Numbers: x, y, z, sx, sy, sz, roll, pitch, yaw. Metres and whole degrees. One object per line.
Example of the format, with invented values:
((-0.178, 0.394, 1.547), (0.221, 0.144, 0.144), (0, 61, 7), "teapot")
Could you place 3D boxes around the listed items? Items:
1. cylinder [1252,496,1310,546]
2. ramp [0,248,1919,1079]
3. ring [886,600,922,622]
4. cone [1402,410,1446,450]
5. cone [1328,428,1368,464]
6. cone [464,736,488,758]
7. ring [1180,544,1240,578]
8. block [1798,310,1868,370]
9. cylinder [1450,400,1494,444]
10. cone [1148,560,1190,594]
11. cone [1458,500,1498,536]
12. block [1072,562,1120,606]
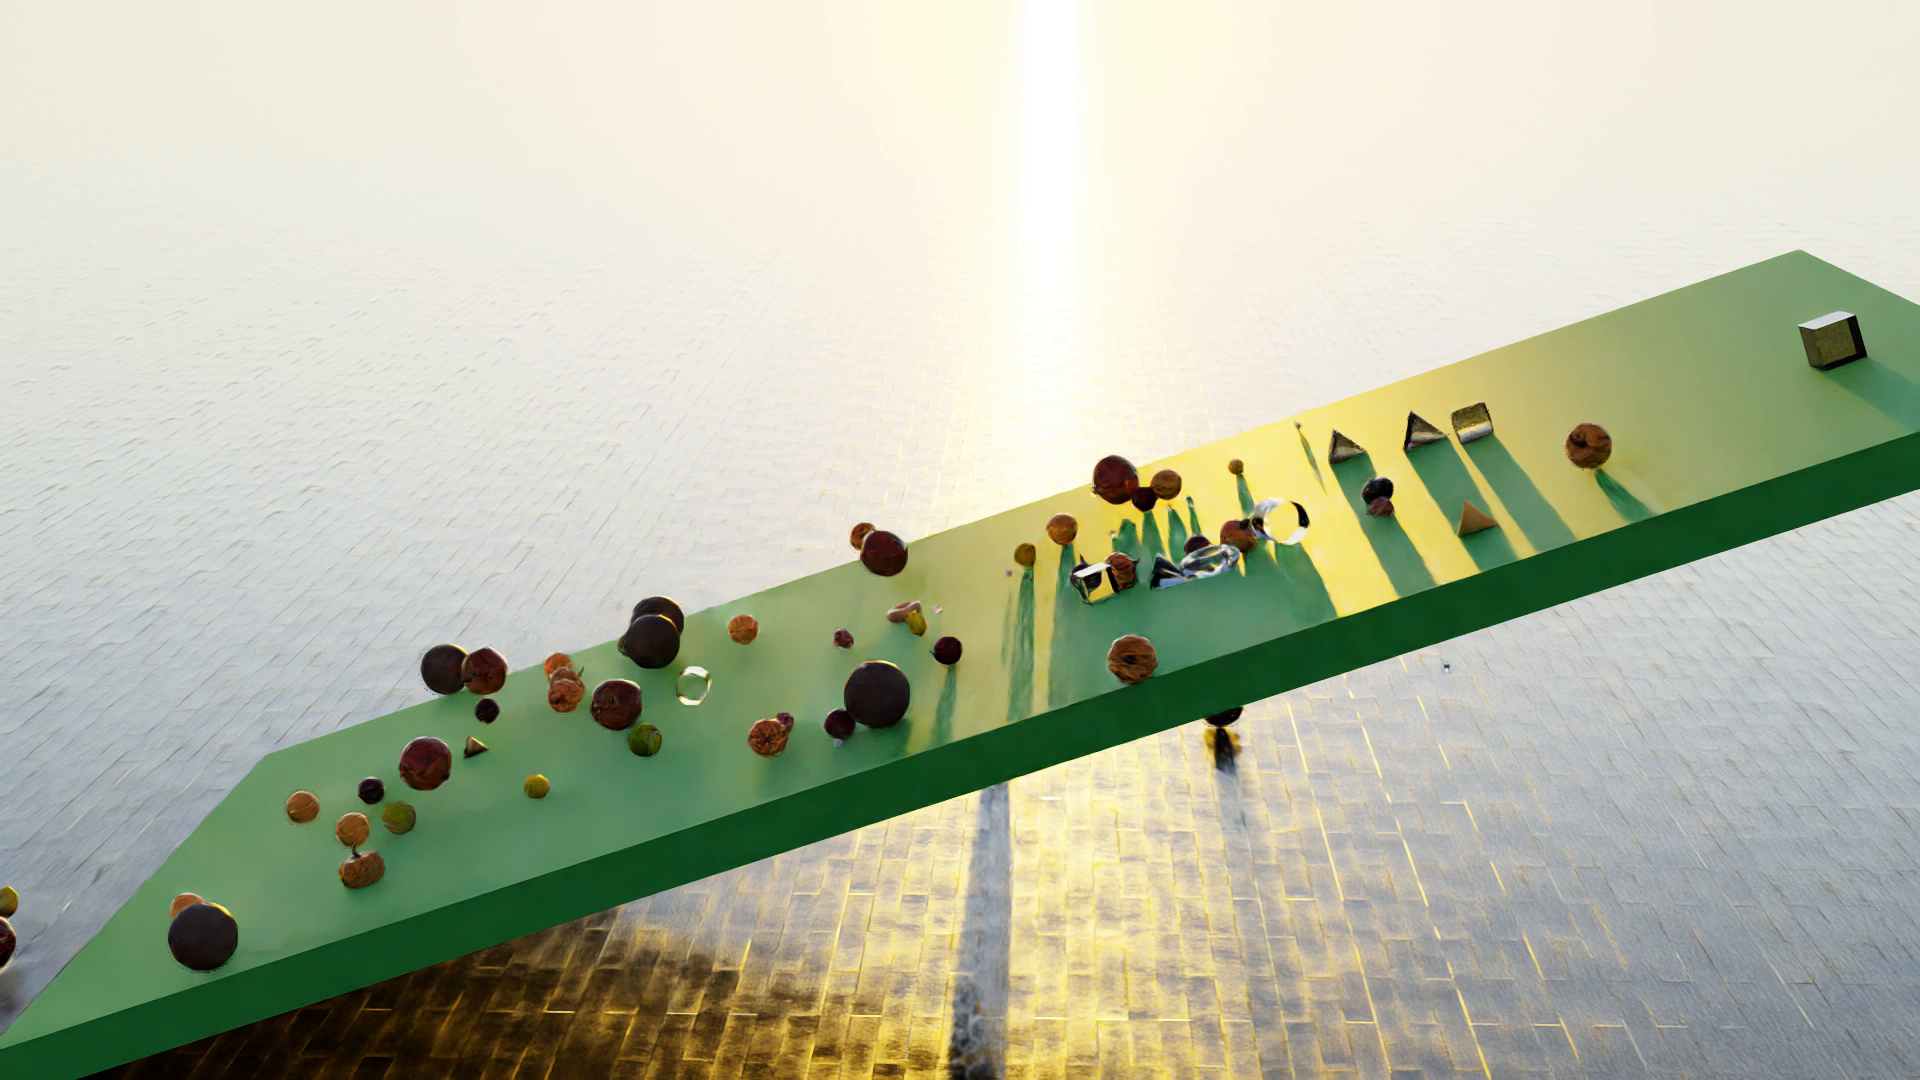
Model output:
((0.647, -0.039, 5.947), (0.088, 0.088, 0.088), (-4, 13, -19), "cylinder")
((0.108, 0.180, 6.304), (4.000, 0.100, 2.000), (-18, 11, 6), "ramp")
((-0.122, 0.158, 6.469), (0.084, 0.028, 0.084), (-20, 12, 4), "ring")
((1.015, -0.232, 6.388), (0.093, 0.093, 0.093), (9, 13, 7), "cone")
((0.863, -0.202, 6.515), (0.082, 0.082, 0.082), (8, 12, 1), "cone")
((-1.083, 0.468, 6.615), (0.052, 0.052, 0.052), (8, 12, 0), "cone")
((0.504, 0.042, 5.921), (0.125, 0.042, 0.125), (-17, 11, 4), "ring")
((1.730, -0.395, 5.831), (0.087, 0.087, 0.087), (-20, 11, -2), "block")
((1.090, -0.251, 6.266), (0.073, 0.073, 0.073), (-19, 12, 4), "cylinder")
((0.430, 0.074, 5.911), (0.078, 0.078, 0.078), (-10, 6, 28), "cone")
((0.975, -0.035, 5.511), (0.072, 0.072, 0.072), (10, 13, 8), "cone")
((0.279, 0.090, 6.015), (0.063, 0.063, 0.063), (-22, 11, -15), "block")
